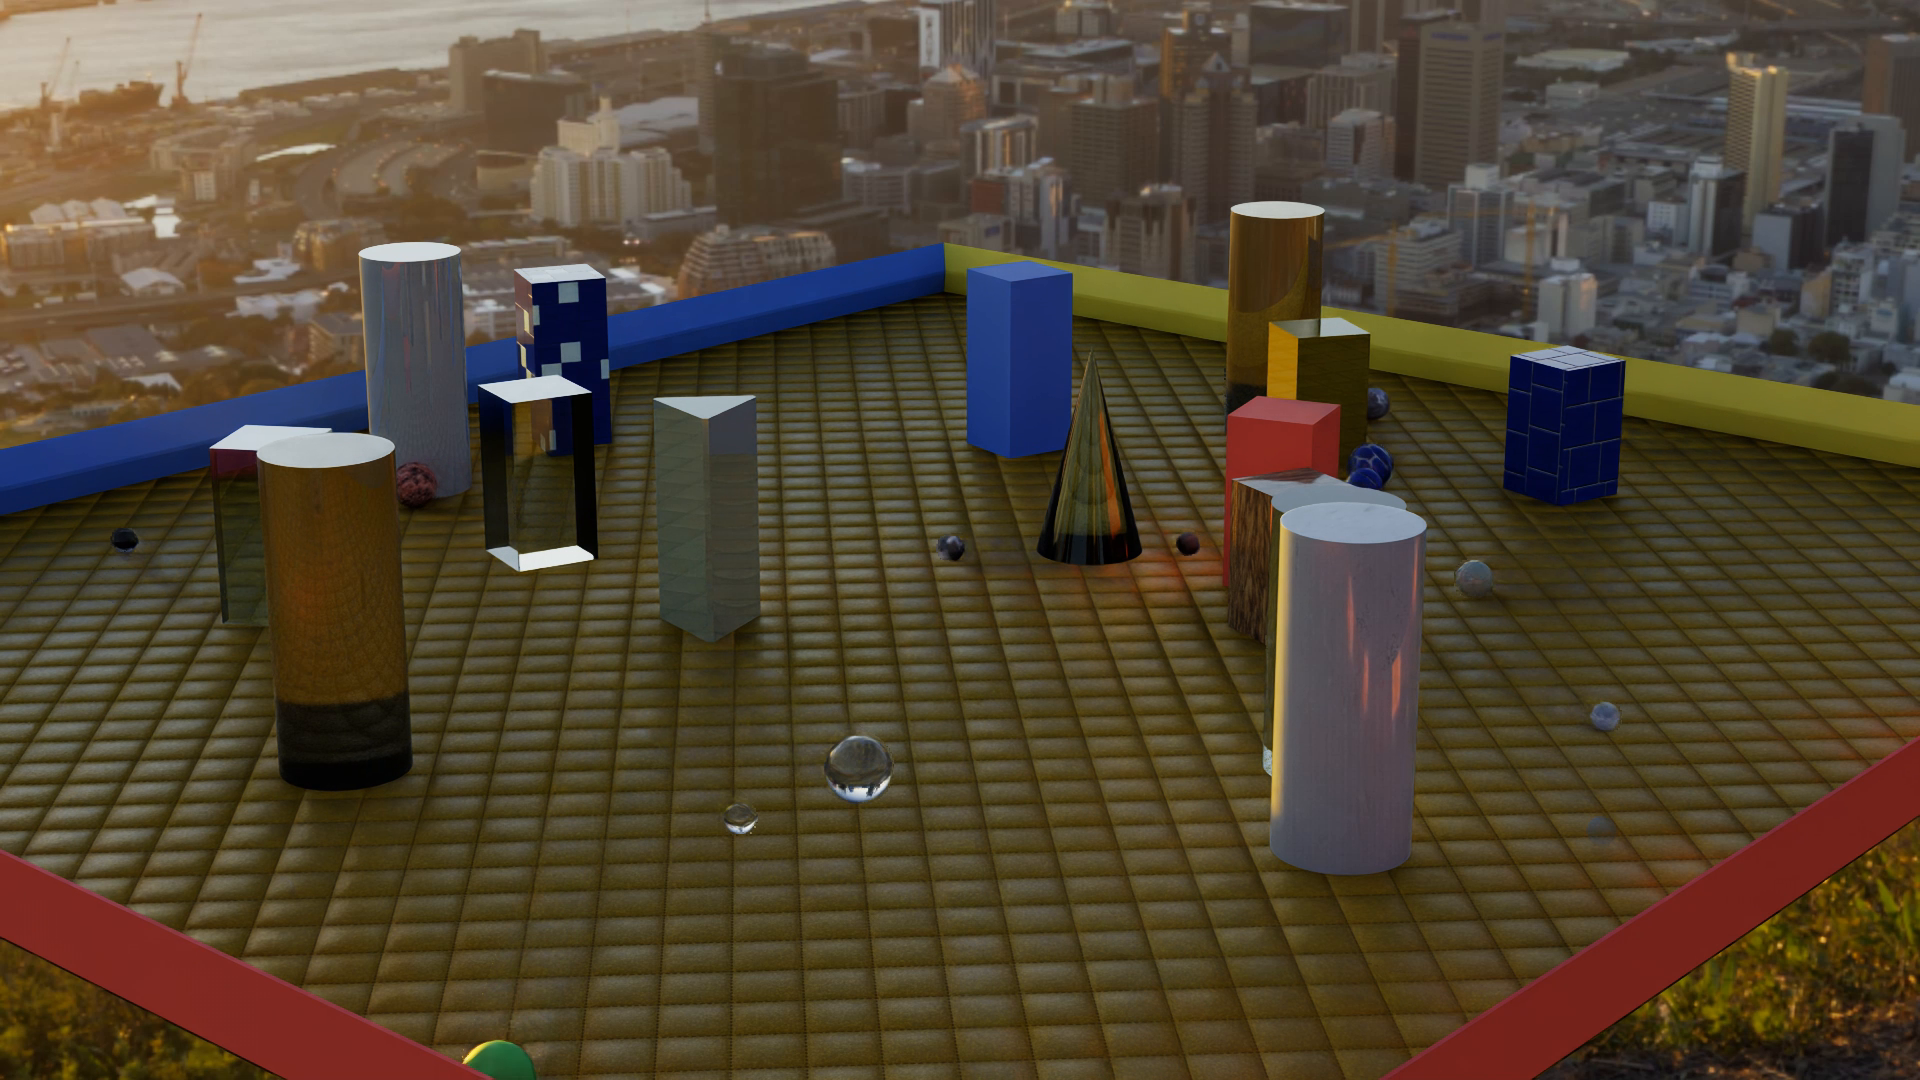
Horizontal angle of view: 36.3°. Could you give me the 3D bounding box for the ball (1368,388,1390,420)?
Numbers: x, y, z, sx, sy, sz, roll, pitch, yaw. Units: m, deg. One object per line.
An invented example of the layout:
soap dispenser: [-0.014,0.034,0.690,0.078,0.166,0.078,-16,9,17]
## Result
ball: [0.890,-0.292,6.297,0.069,0.069,0.069,0,17,0]

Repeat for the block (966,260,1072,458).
block: [0.122,-0.374,6.046,0.155,0.369,0.155,-11,20,-33]

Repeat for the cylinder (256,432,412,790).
cylinder: [-0.907,0.103,4.265,0.194,0.485,0.194,0,17,0]

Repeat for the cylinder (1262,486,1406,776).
cylinder: [0.545,0.141,4.278,0.194,0.405,0.194,0,17,0]

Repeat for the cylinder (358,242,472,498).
cylinder: [-1.063,-0.331,5.731,0.194,0.470,0.194,0,17,0]

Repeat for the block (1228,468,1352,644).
block: [0.559,0.030,4.900,0.155,0.257,0.155,-9,19,-28]

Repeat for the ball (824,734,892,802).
ball: [-0.145,0.327,4.194,0.097,0.097,0.097,0,17,0]

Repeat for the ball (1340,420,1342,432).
ball: [0.777,-0.239,6.150,0.052,0.052,0.052,0,17,0]

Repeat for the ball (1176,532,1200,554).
ball: [0.416,0.006,5.354,0.042,0.042,0.042,0,17,0]

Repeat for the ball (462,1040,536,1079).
ball: [-0.520,0.605,3.292,0.086,0.086,0.086,0,17,0]

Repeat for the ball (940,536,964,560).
ball: [-0.015,0.014,5.321,0.046,0.046,0.046,0,17,0]

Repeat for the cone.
cone: [0.238,-0.166,5.333,0.194,0.384,0.194,0,17,0]

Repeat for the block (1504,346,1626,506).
block: [1.180,-0.225,5.727,0.155,0.268,0.155,-11,20,-33]

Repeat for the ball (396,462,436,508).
ball: [-1.053,-0.106,5.646,0.088,0.088,0.088,0,17,0]

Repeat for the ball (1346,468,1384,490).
ball: [0.782,-0.104,5.666,0.072,0.072,0.072,0,17,0]

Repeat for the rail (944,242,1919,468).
rail: [1.228,-0.377,6.475,3.406,0.126,0.045,14,22,39]

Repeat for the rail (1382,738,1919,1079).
rail: [1.268,0.350,4.066,0.045,0.126,3.795,14,22,39]

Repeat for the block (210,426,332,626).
block: [-1.162,-0.024,4.991,0.155,0.309,0.155,3,17,9]

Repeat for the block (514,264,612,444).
block: [-0.827,-0.382,6.106,0.155,0.351,0.155,-7,18,-21]

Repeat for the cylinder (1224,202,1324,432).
cylinder: [0.657,-0.456,6.137,0.194,0.475,0.194,0,17,0]

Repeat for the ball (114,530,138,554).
ball: [-1.526,0.003,5.361,0.044,0.044,0.044,0,17,0]

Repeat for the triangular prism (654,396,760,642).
triangular prism: [-0.403,-0.045,4.931,0.146,0.384,0.168,-12,20,-34]

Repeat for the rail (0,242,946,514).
rail: [-1.268,-0.286,6.174,0.045,0.126,3.795,14,22,39]

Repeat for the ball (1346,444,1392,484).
ball: [0.806,-0.145,5.772,0.090,0.090,0.090,0,17,0]

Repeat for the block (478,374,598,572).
block: [-0.765,-0.123,5.315,0.155,0.311,0.155,-10,19,-29]

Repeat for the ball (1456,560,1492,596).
ball: [0.896,0.067,5.113,0.064,0.064,0.064,0,17,0]

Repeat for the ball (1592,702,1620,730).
ball: [0.986,0.270,4.477,0.044,0.044,0.044,0,17,0]

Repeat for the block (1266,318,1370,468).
block: [0.725,-0.296,5.949,0.155,0.276,0.155,-5,17,-15]

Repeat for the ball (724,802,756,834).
ball: [-0.307,0.388,4.085,0.044,0.044,0.044,0,17,0]

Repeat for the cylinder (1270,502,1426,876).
cylinder: [0.524,0.200,3.975,0.194,0.467,0.194,0,17,0]

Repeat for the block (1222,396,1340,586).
block: [0.567,-0.079,5.170,0.155,0.310,0.155,8,18,24]

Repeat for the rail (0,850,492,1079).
rail: [-1.228,0.440,3.766,3.406,0.126,0.045,14,22,39]
